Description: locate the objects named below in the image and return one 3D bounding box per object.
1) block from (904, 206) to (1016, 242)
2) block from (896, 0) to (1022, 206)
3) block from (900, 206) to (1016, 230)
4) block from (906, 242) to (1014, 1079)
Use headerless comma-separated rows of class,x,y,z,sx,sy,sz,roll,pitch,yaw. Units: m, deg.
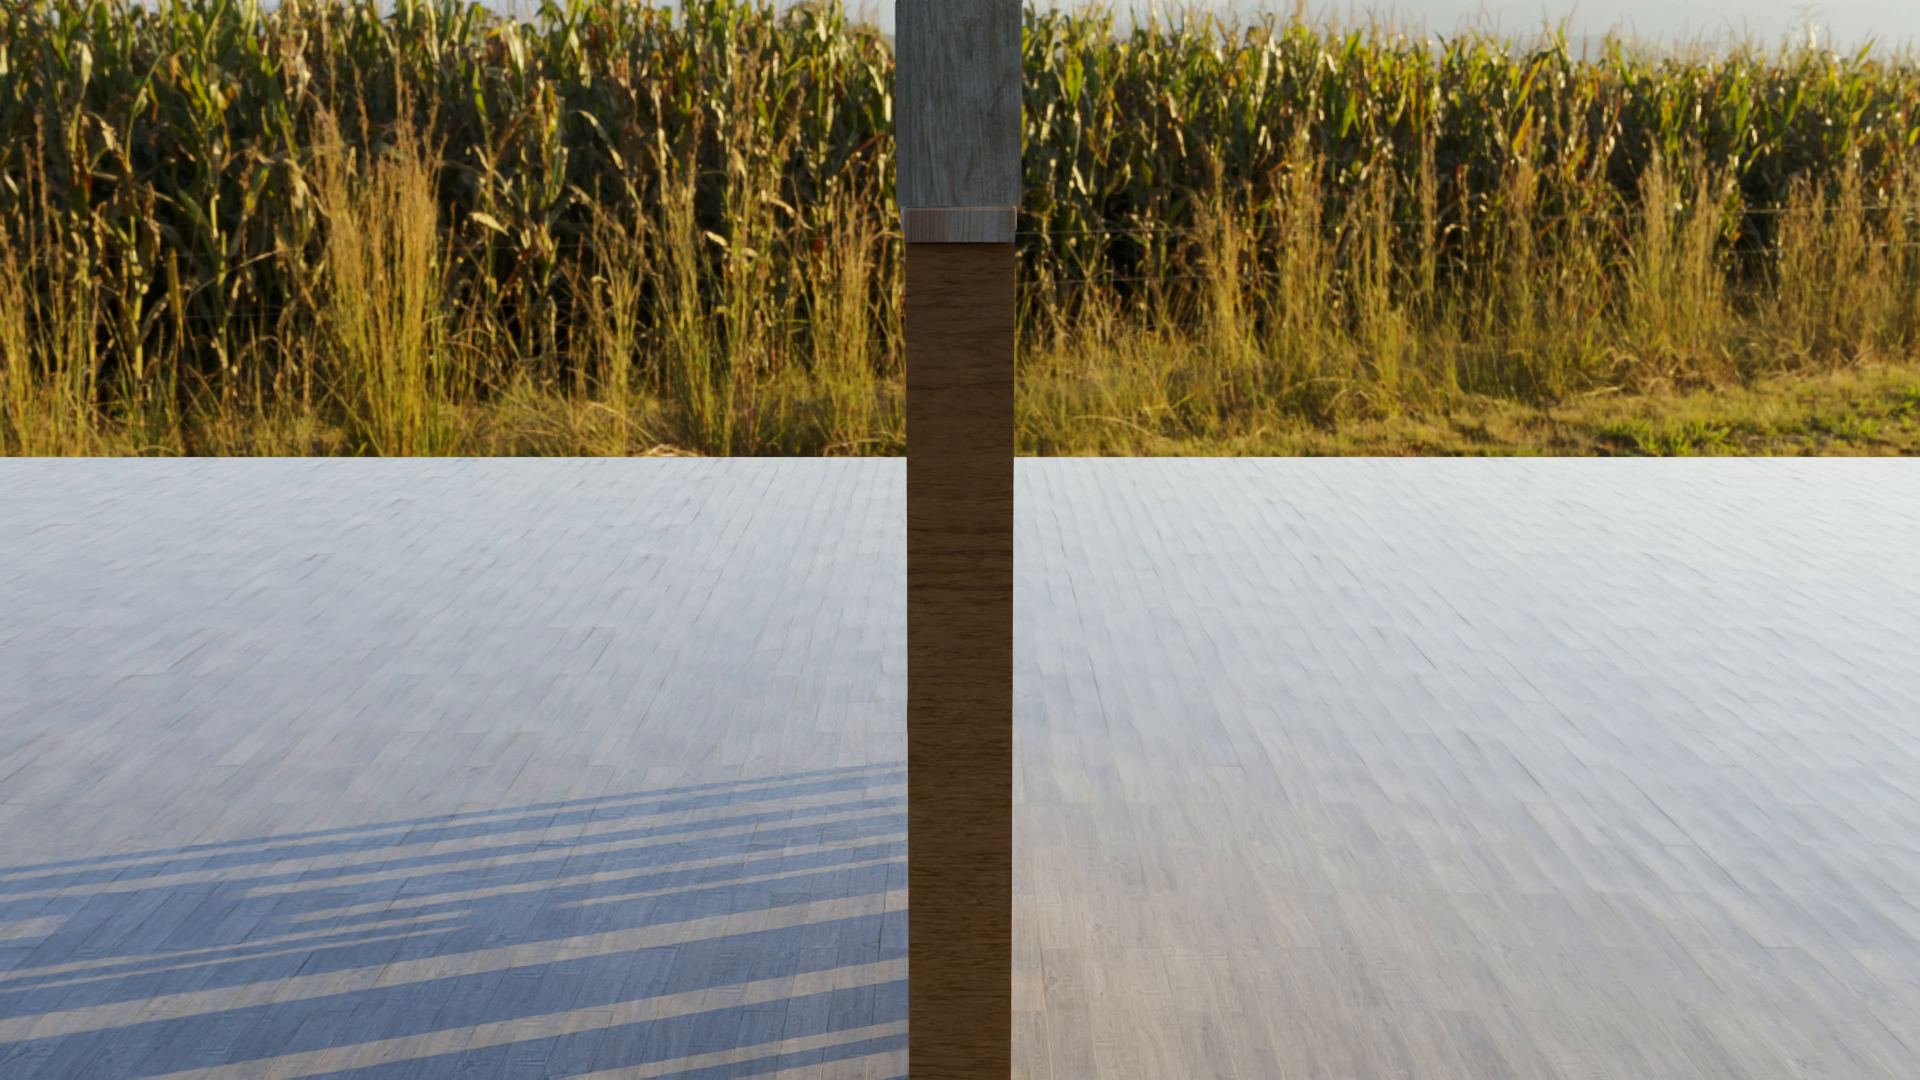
block,-0.001,-0.401,2.770,0.133,0.038,0.265,0,11,0
block,-0.002,-0.583,2.779,0.158,0.317,0.045,0,11,0
block,-0.003,-0.602,2.991,0.158,0.356,0.045,0,10,0
block,0.000,0.184,2.788,0.133,1.119,0.038,0,11,0
